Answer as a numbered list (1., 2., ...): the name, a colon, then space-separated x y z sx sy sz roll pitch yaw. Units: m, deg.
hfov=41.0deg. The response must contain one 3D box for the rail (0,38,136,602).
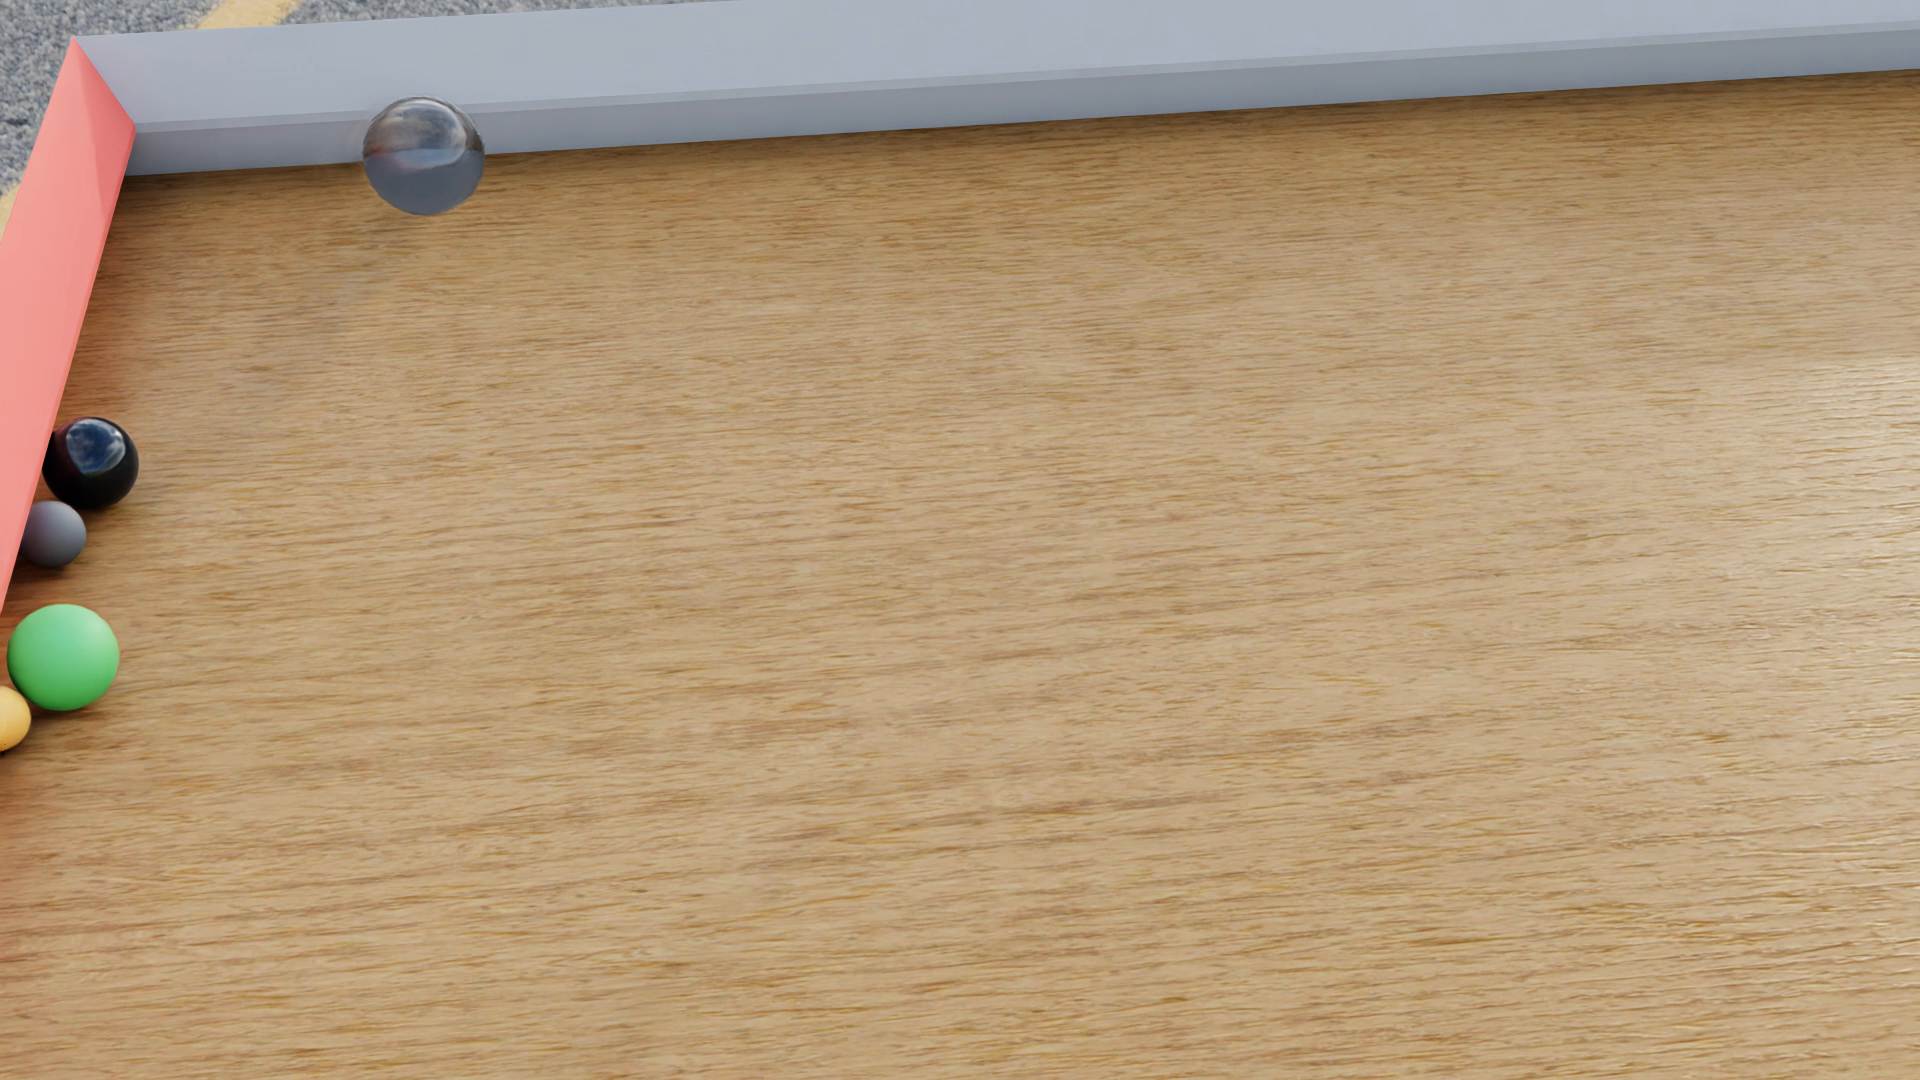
1. rail: -0.625 0.017 1.629 0.045 0.128 1.322 -4 36 -6

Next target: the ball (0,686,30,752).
1. ball: -0.593 0.110 1.576 0.041 0.041 0.041 0 36 0

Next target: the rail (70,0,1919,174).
1. rail: 0.565 -0.451 2.277 2.617 0.128 0.045 -4 36 -6

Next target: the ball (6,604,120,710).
1. ball: -0.561 0.073 1.605 0.067 0.067 0.067 0 36 0

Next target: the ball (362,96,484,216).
1. ball: -0.443 -0.317 2.120 0.099 0.099 0.099 0 36 0

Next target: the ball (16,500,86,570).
1. ball: -0.613 -0.003 1.729 0.046 0.046 0.046 0 36 0

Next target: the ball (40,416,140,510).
1. ball: -0.604 -0.053 1.782 0.065 0.065 0.065 0 36 0
